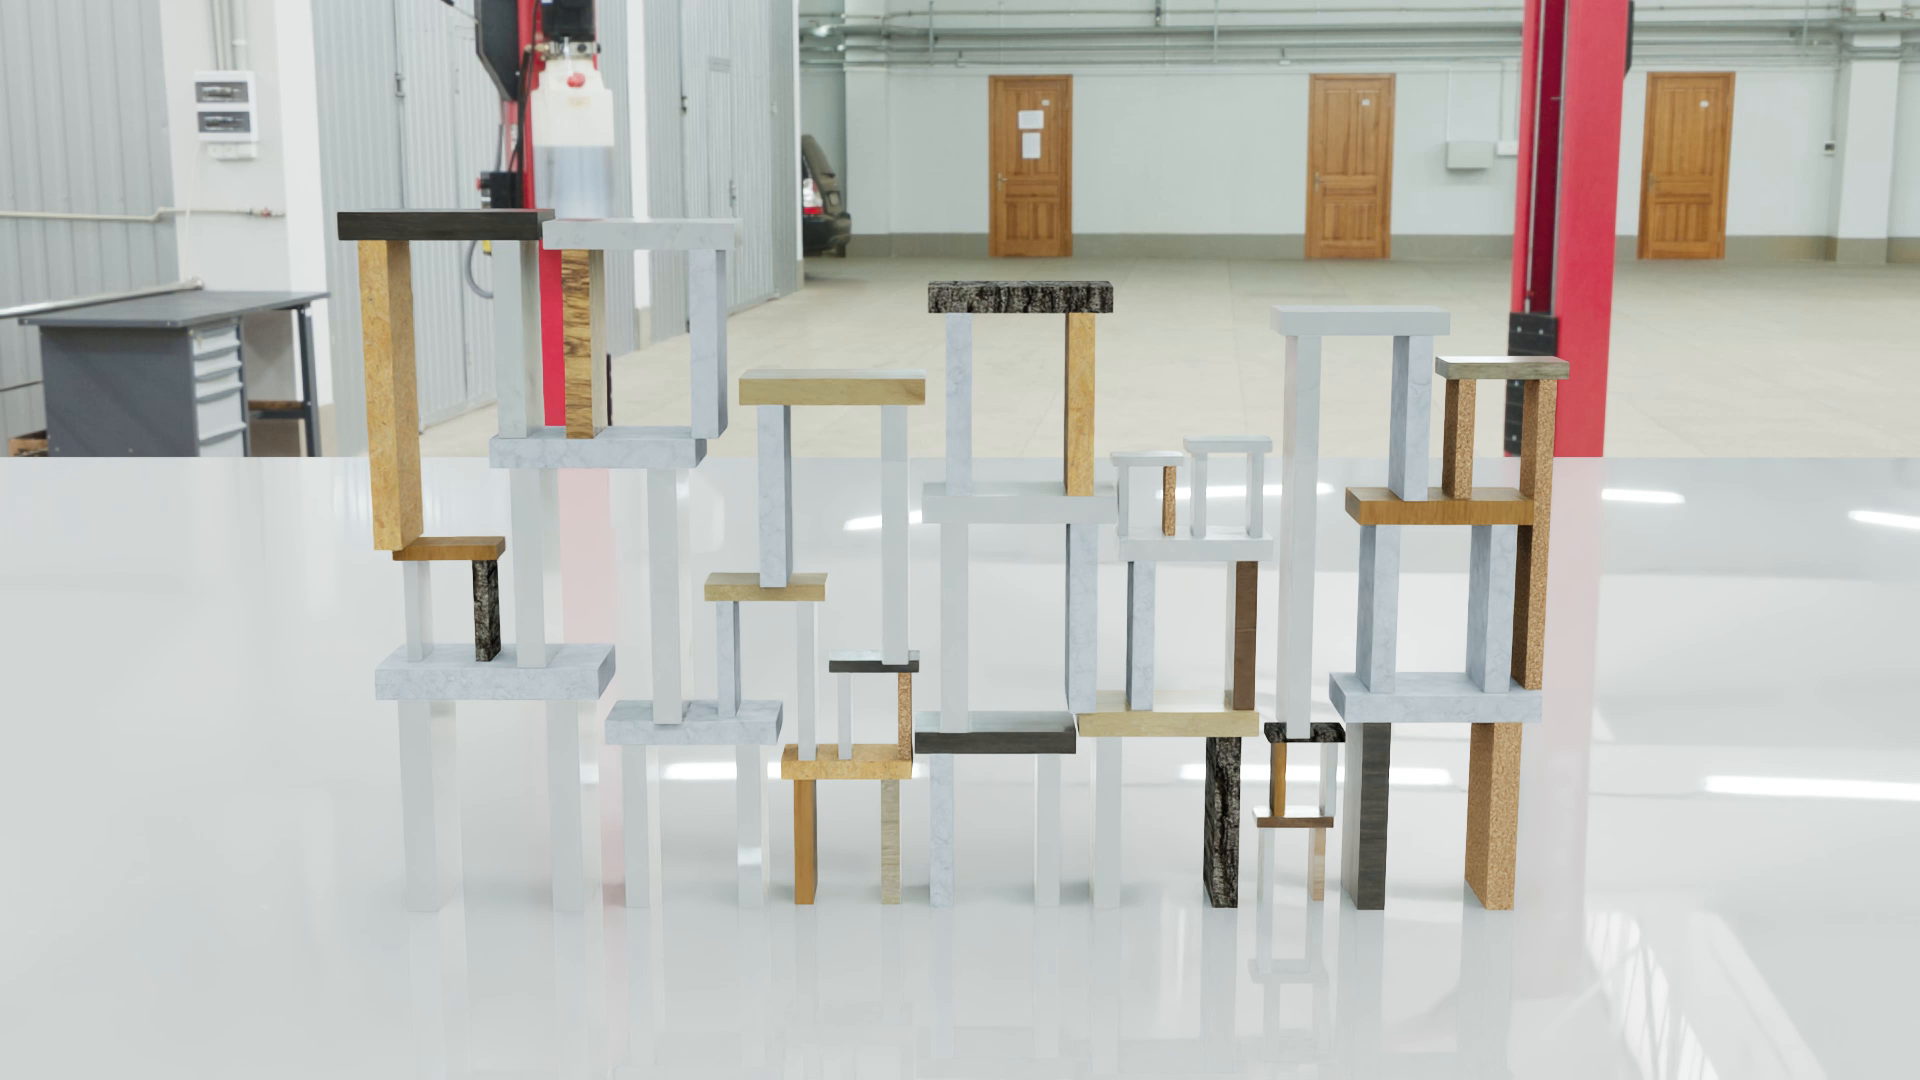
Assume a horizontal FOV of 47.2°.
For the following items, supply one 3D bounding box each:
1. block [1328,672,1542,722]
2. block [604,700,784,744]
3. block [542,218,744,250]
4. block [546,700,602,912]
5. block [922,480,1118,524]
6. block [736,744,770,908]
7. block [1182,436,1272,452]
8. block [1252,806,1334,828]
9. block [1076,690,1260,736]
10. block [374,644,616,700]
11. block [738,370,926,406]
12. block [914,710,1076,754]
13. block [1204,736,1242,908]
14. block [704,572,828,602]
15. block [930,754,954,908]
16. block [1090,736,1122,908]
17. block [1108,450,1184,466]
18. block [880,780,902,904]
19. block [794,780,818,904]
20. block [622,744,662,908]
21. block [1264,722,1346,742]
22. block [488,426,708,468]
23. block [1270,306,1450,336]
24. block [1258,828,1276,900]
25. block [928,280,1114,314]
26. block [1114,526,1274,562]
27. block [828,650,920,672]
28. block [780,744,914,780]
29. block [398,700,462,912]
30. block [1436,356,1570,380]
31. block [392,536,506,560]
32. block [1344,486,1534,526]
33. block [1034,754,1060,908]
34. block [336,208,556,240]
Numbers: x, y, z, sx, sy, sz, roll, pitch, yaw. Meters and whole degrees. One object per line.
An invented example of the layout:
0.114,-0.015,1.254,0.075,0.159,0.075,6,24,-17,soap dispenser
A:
0.776,0.257,3.608,0.316,0.045,0.158,0,11,0,block
-0.435,0.299,3.615,0.276,0.039,0.138,0,11,0,block
-0.497,-0.483,3.469,0.295,0.042,0.148,0,11,0,block
-0.637,0.414,3.638,0.050,0.356,0.178,0,11,0,block
0.094,-0.062,3.551,0.310,0.044,0.155,0,11,0,block
-0.343,0.454,3.644,0.039,0.276,0.138,0,11,0,block
0.430,-0.154,3.532,0.136,0.019,0.068,0,11,0,block
0.550,0.458,3.640,0.126,0.018,0.063,0,11,0,block
0.337,0.284,3.615,0.290,0.041,0.145,0,11,0,block
-0.756,0.214,3.601,0.356,0.050,0.178,0,11,0,block
-0.200,-0.245,3.518,0.292,0.041,0.146,0,11,0,block
0.057,0.316,3.615,0.261,0.037,0.131,0,11,0,block
0.434,0.447,3.646,0.041,0.290,0.145,0,11,0,block
-0.313,0.076,3.575,0.194,0.027,0.097,0,11,0,block
-0.030,0.462,3.642,0.037,0.261,0.131,0,11,0,block
0.241,0.447,3.646,0.041,0.290,0.145,0,11,0,block
0.299,-0.131,3.537,0.113,0.016,0.057,0,11,-3,block
-0.114,0.485,3.651,0.030,0.213,0.107,0,11,0,block
-0.256,0.485,3.651,0.030,0.213,0.107,0,11,0,block
-0.527,0.454,3.644,0.039,0.276,0.138,0,11,0,block
0.567,0.317,3.619,0.125,0.018,0.063,0,11,0,block
-0.577,-0.150,3.529,0.323,0.046,0.162,0,11,0,block
0.633,-0.349,3.493,0.262,0.037,0.131,0,11,0,block
0.508,0.529,3.653,0.018,0.126,0.063,0,11,0,block
0.094,-0.386,3.487,0.288,0.041,0.144,0,11,0,block
0.376,0.005,3.565,0.246,0.035,0.123,0,11,0,block
-0.139,0.198,3.592,0.146,0.021,0.073,0,11,0,block
-0.185,0.365,3.628,0.213,0.030,0.107,0,11,0,block
-0.875,0.414,3.638,0.050,0.356,0.178,0,11,0,block
0.865,-0.275,3.513,0.191,0.027,0.095,0,11,0,block
-0.828,0.014,3.567,0.166,0.024,0.083,-1,11,-2,block
0.772,-0.056,3.554,0.275,0.039,0.138,0,11,0,block
0.144,0.462,3.642,0.037,0.261,0.130,0,11,0,block
-0.807,-0.499,3.471,0.309,0.044,0.154,0,11,0,block
